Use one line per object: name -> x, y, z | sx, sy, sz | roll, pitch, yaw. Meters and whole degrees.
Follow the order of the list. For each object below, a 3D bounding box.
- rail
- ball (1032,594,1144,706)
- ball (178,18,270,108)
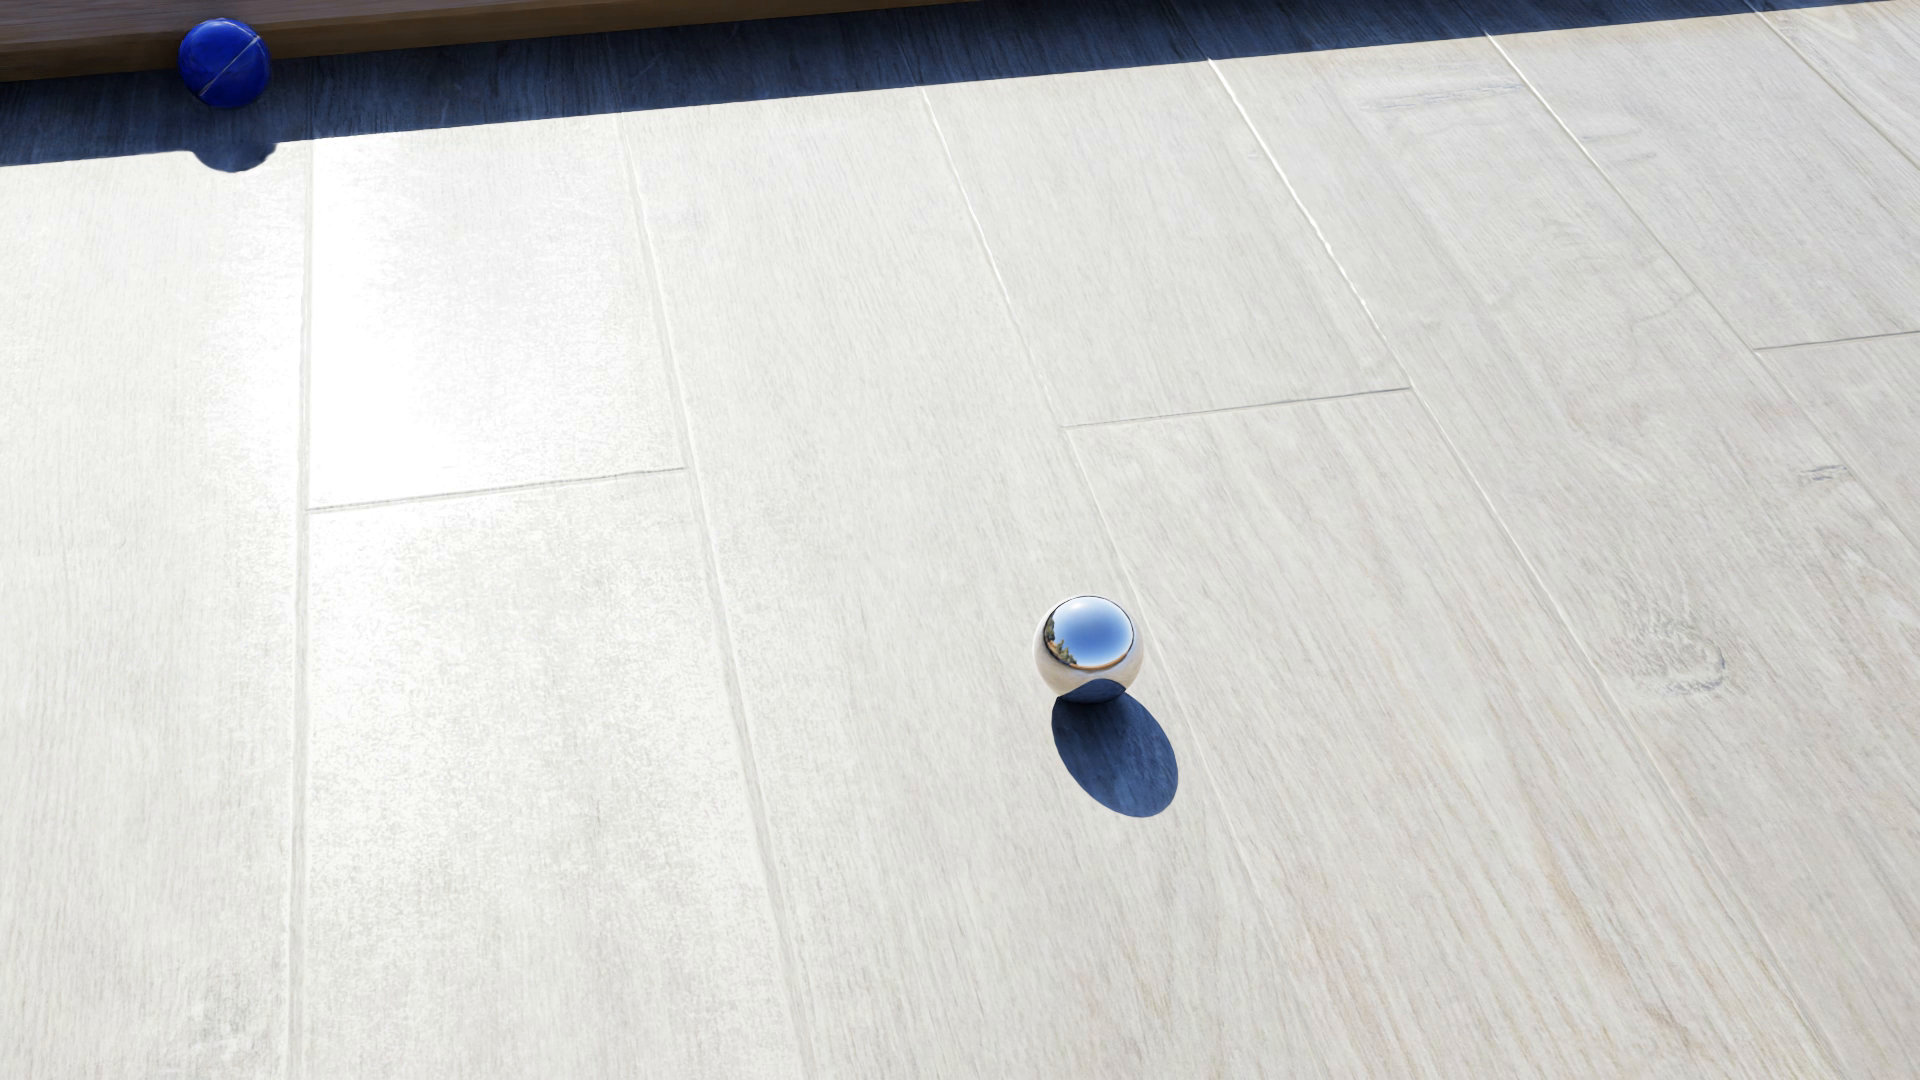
rail -> 0.610, -0.576, 2.330 | 3.133, 0.097, 0.045 | -7, 37, -9
ball -> 0.074, 0.063, 1.485 | 0.065, 0.065, 0.065 | 0, 36, 0
ball -> -0.602, -0.390, 2.098 | 0.072, 0.072, 0.072 | 0, 36, 0
